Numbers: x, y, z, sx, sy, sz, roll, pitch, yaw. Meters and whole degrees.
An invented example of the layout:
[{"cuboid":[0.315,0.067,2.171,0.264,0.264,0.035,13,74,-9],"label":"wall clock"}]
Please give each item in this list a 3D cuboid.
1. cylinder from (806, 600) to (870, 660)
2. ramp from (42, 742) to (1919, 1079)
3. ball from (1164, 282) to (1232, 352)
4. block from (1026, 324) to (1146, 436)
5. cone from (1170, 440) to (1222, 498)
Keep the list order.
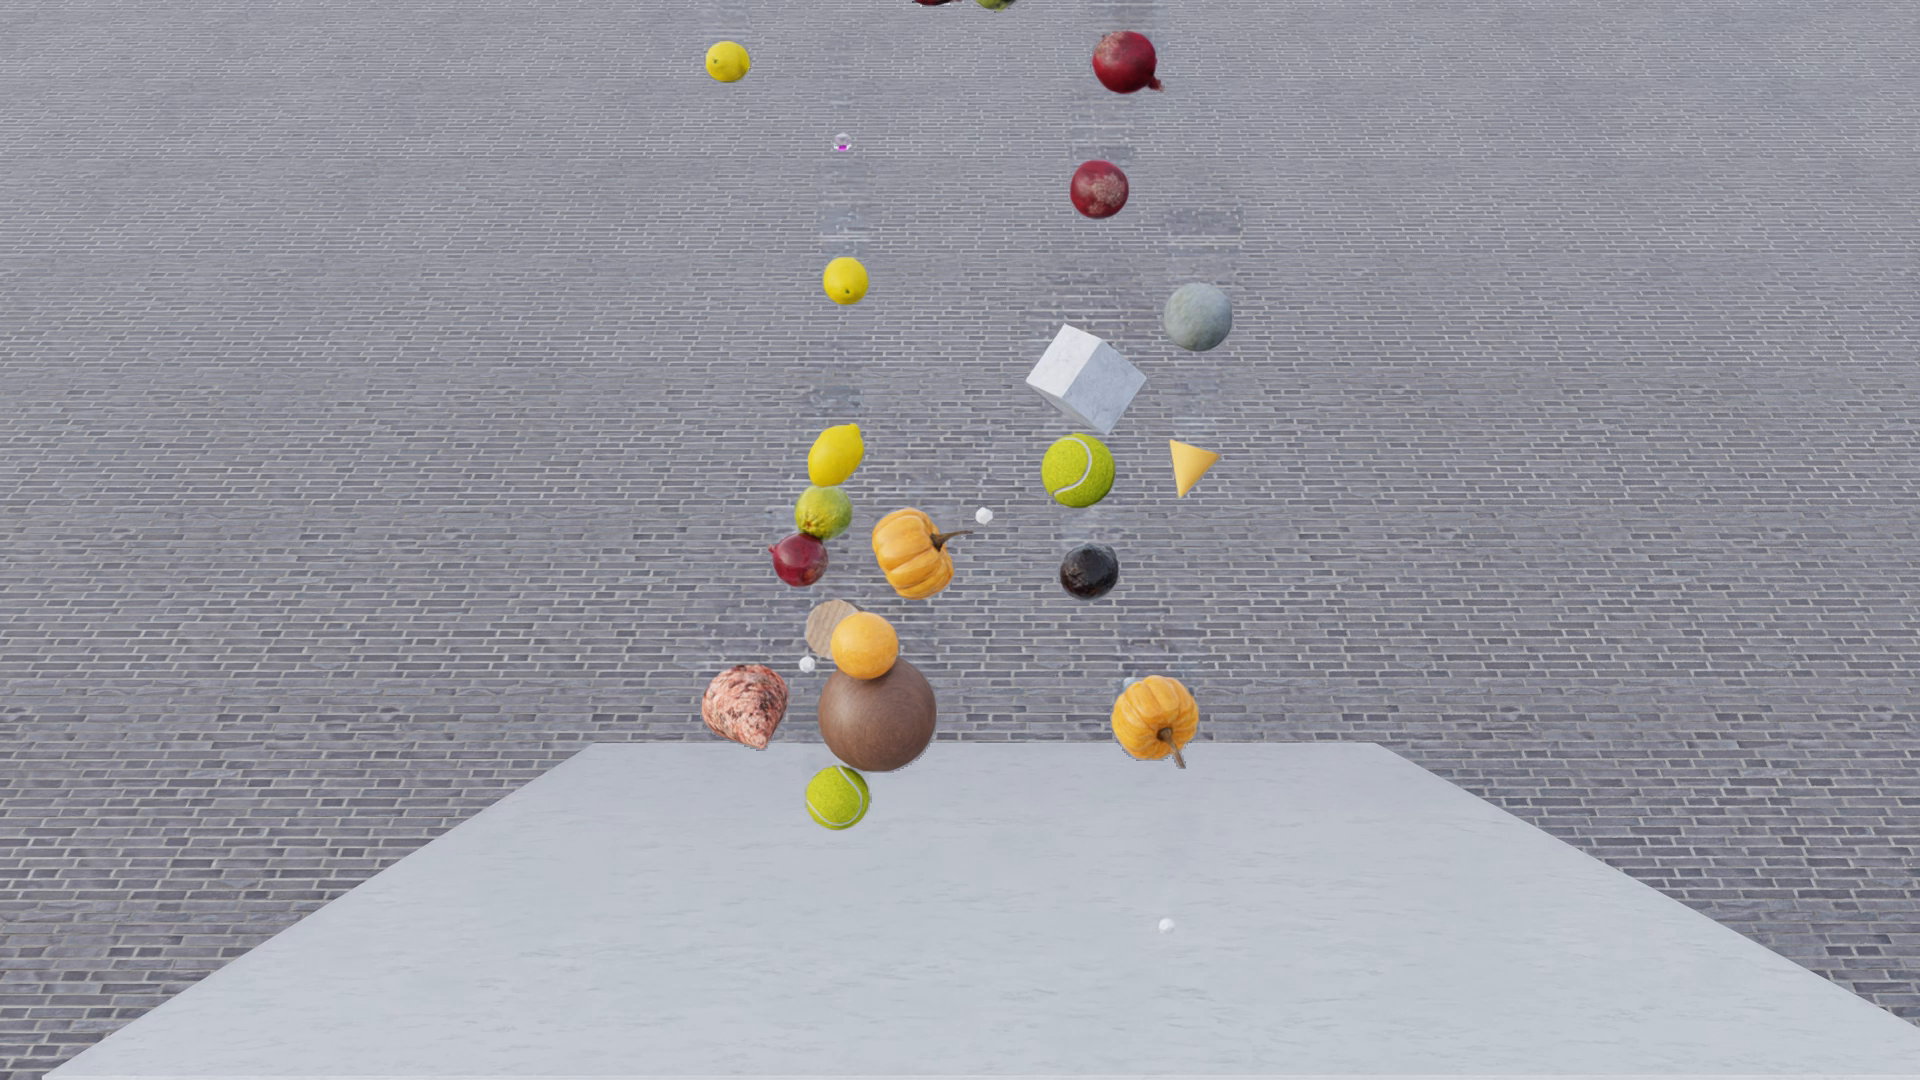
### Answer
[{"cuboid":[-0.133,0.098,2.822,0.065,0.065,0.065,2,-1,4],"label":"cylinder"},{"cuboid":[0.065,0.582,4.629,2.000,0.100,4.000,0,0,0],"label":"ramp"},{"cuboid":[0.214,-0.200,2.318,0.062,0.062,0.062,0,29,0],"label":"ball"},{"cuboid":[0.133,-0.170,2.739,0.075,0.075,0.075,-55,34,-3],"label":"block"},{"cuboid":[0.210,-0.062,2.390,0.050,0.050,0.050,17,4,-1],"label":"cone"}]
